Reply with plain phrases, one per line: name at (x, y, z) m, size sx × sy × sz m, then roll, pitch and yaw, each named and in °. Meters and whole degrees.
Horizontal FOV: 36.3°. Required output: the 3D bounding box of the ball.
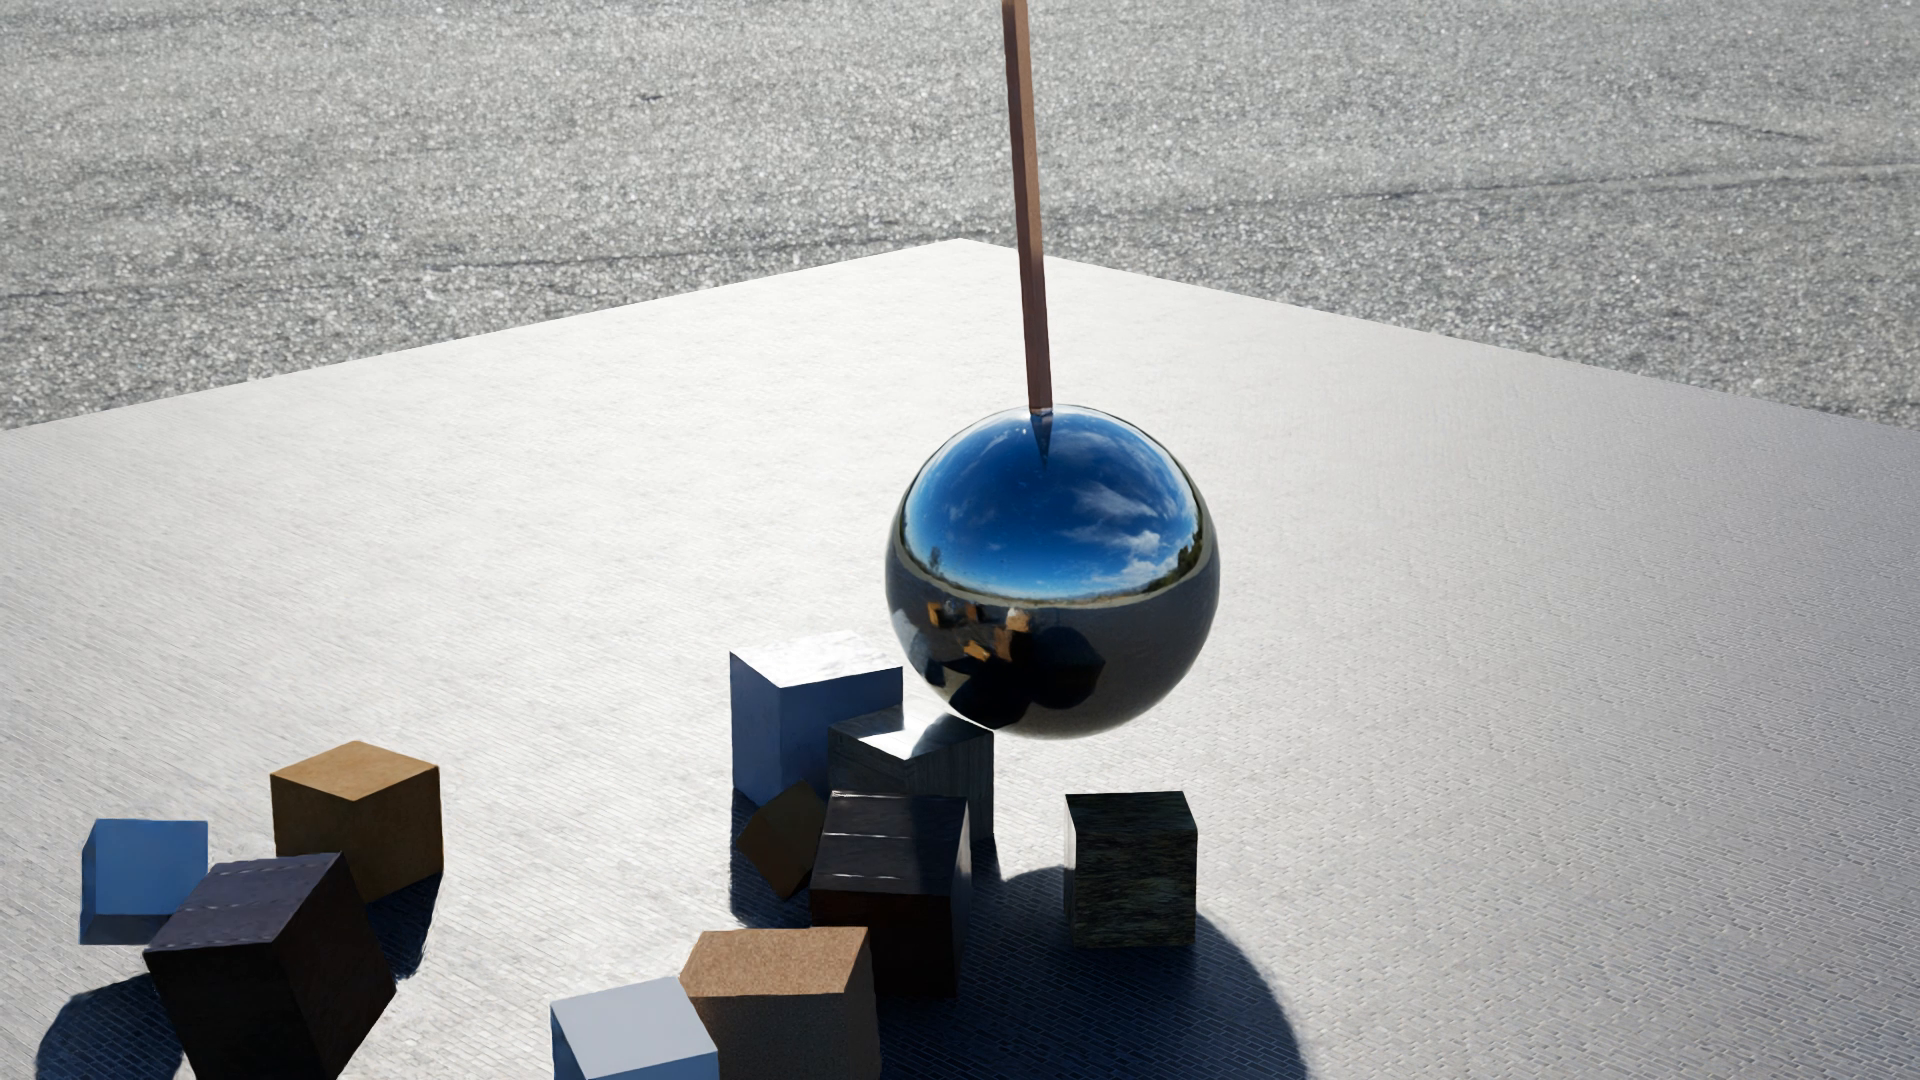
ball at (0.433, 0.151, 13.844) m, size 1.600 × 1.600 × 1.600 m, roll 0°, pitch 17°, yaw 0°

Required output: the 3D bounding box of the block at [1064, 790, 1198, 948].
block at (0.742, 1.441, 12.851) m, size 0.527 × 0.545 × 0.433 m, roll -1°, pitch 17°, yaw -4°

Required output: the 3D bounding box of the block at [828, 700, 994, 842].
block at (-0.233, 1.136, 13.857) m, size 0.543 × 0.523 × 0.574 m, roll -15°, pitch 23°, yaw -39°

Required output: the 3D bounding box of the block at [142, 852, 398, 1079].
block at (-2.693, 1.693, 11.491) m, size 0.583 × 0.666 × 0.618 m, roll -7°, pitch 25°, yaw 19°

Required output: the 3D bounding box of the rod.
rod at (0.188, -3.002, 12.595) m, size 0.080 × 5.200 × 0.080 m, roll 17°, pitch 30°, yaw 42°

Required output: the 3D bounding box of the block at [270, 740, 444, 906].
block at (-2.750, 1.287, 13.395) m, size 0.548 × 0.512 × 0.520 m, roll 12°, pitch 21°, yaw 34°

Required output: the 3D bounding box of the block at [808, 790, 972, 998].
block at (-0.281, 1.491, 12.361) m, size 0.582 × 0.579 × 0.617 m, roll 2°, pitch 36°, yaw 7°

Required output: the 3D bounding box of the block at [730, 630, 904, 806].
block at (-0.699, 0.906, 14.285) m, size 0.650 × 0.705 × 0.596 m, roll -9°, pitch 20°, yaw -26°

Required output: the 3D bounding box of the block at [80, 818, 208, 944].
block at (-3.464, 1.455, 12.450) m, size 0.459 × 0.413 × 0.457 m, roll 4°, pitch -24°, yaw -23°

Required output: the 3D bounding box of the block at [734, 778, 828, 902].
block at (-0.736, 1.331, 12.988) m, size 0.283 × 0.340 × 0.349 m, roll -33°, pitch 76°, yaw -36°

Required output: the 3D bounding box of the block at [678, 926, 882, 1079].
block at (-0.694, 1.886, 11.199) m, size 0.658 × 0.603 × 0.617 m, roll -3°, pitch 16°, yaw 8°

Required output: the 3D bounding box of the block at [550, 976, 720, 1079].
block at (-1.154, 1.977, 10.444) m, size 0.470 × 0.590 × 0.509 m, roll -9°, pitch 27°, yaw -20°
